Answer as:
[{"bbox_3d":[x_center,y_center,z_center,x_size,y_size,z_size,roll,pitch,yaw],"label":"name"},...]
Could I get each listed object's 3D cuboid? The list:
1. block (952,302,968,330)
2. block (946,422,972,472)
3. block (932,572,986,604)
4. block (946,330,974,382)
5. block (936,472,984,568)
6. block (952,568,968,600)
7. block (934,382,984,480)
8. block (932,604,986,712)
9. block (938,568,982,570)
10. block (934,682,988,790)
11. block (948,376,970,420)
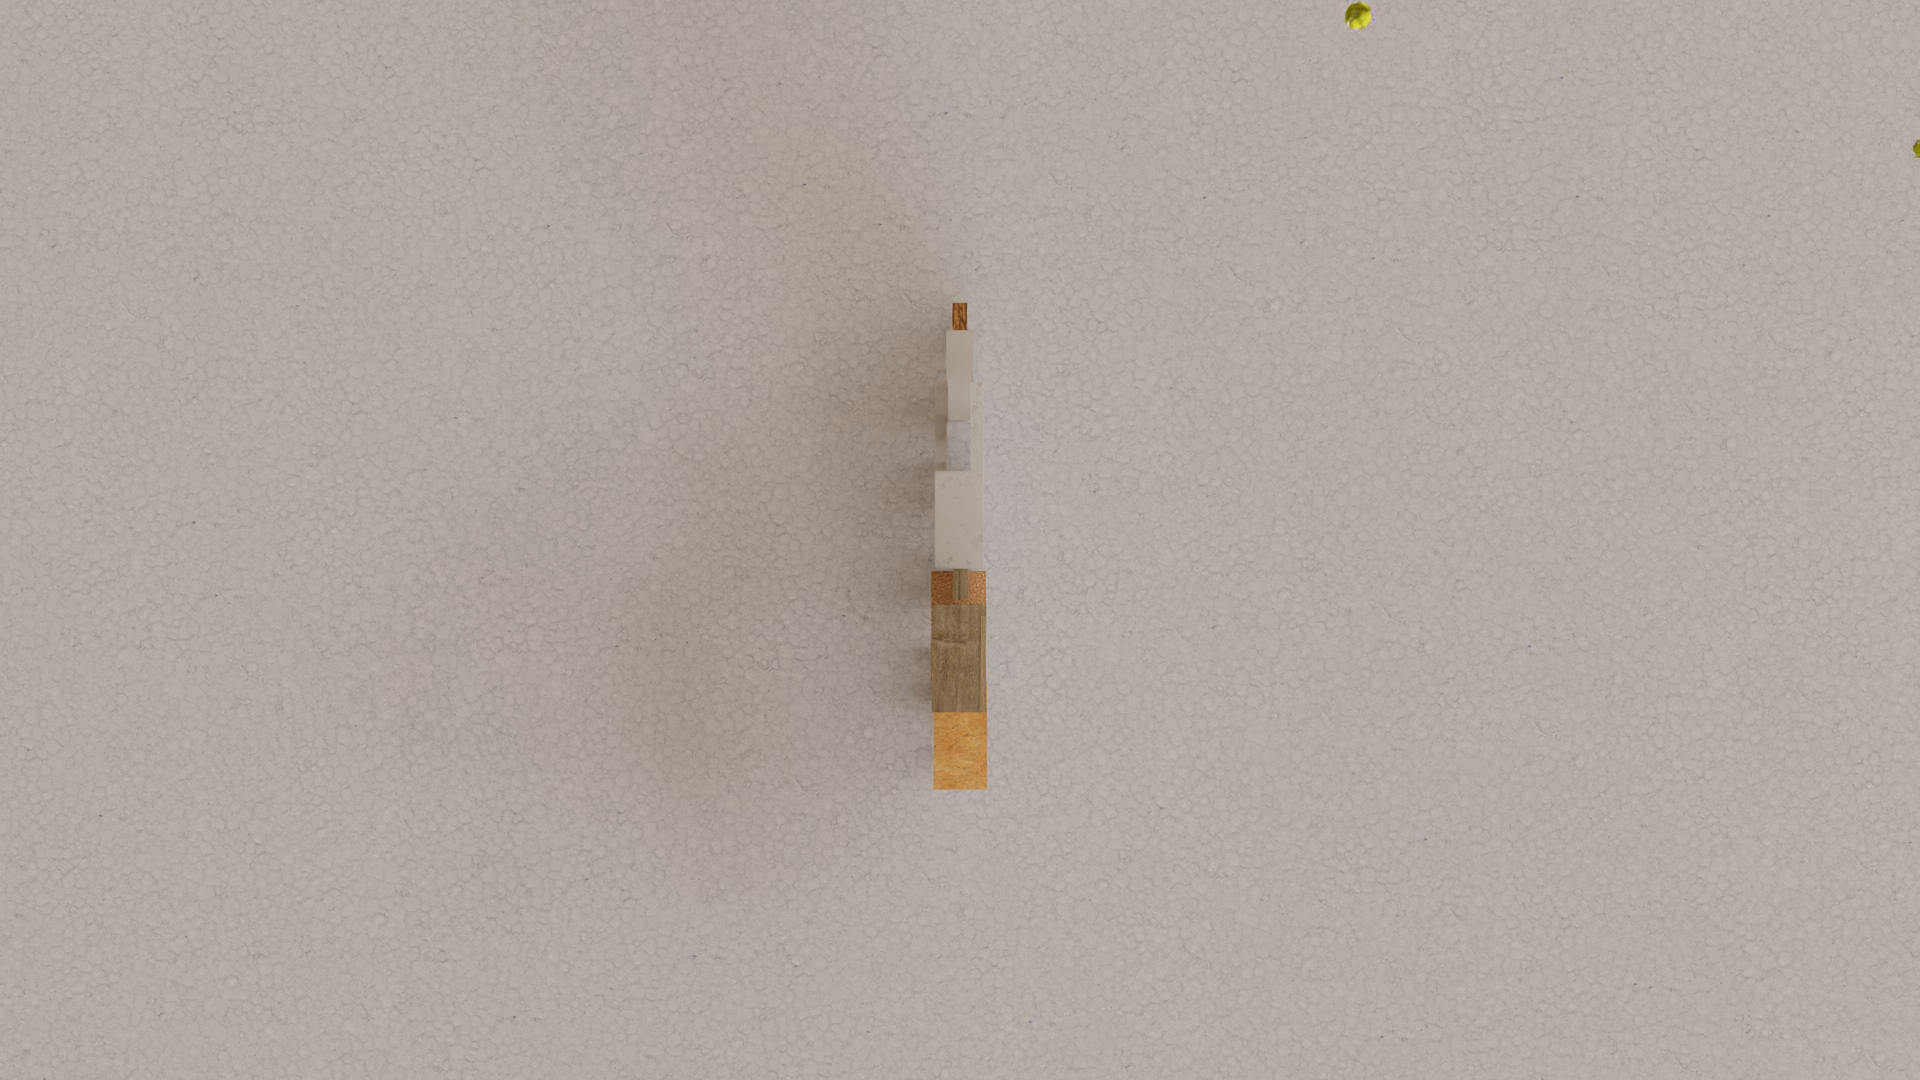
[{"bbox_3d":[0.000,-0.727,5.397,0.048,0.014,0.096,0,90,0],"label":"block"},{"bbox_3d":[-0.004,-0.283,4.993,0.075,0.021,0.149,0,90,0],"label":"block"},{"bbox_3d":[-0.005,0.267,5.137,0.170,0.048,0.339,0,90,0],"label":"block"},{"bbox_3d":[0.000,-0.585,5.311,0.088,0.025,0.176,0,90,0],"label":"block"},{"bbox_3d":[-0.002,-0.060,4.880,0.143,0.040,0.285,0,90,0],"label":"block"},{"bbox_3d":[0.002,0.134,5.012,0.047,0.013,0.094,0,90,0],"label":"block"},{"bbox_3d":[-0.002,-0.340,5.174,0.152,0.043,0.304,0,90,0],"label":"block"},{"bbox_3d":[-0.003,0.342,4.779,0.156,0.044,0.311,0,90,0],"label":"block"},{"bbox_3d":[0.002,-0.045,5.205,0.138,0.039,0.275,0,90,0],"label":"block"},{"bbox_3d":[0.001,0.608,5.143,0.166,0.047,0.333,0,90,0],"label":"block"},{"bbox_3d":[-0.002,-0.430,5.008,0.068,0.019,0.135,0,90,0],"label":"block"}]
